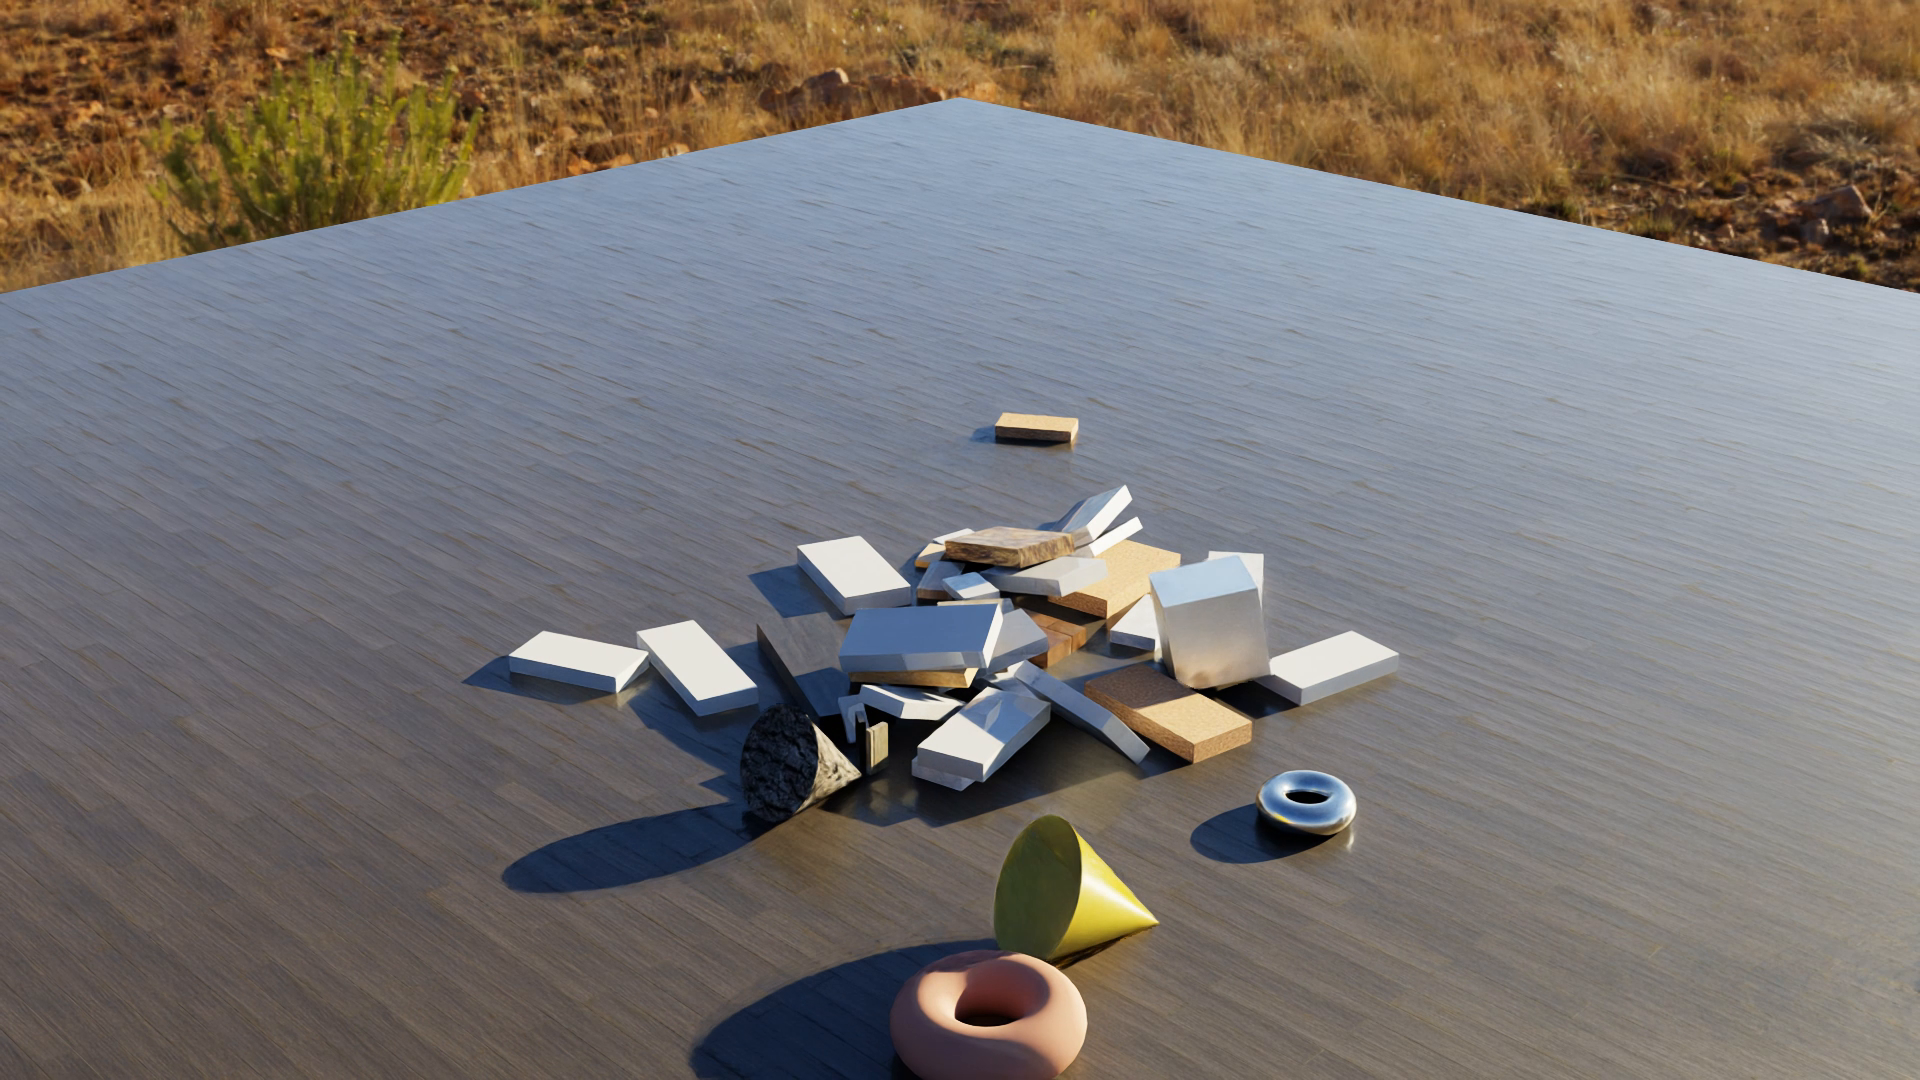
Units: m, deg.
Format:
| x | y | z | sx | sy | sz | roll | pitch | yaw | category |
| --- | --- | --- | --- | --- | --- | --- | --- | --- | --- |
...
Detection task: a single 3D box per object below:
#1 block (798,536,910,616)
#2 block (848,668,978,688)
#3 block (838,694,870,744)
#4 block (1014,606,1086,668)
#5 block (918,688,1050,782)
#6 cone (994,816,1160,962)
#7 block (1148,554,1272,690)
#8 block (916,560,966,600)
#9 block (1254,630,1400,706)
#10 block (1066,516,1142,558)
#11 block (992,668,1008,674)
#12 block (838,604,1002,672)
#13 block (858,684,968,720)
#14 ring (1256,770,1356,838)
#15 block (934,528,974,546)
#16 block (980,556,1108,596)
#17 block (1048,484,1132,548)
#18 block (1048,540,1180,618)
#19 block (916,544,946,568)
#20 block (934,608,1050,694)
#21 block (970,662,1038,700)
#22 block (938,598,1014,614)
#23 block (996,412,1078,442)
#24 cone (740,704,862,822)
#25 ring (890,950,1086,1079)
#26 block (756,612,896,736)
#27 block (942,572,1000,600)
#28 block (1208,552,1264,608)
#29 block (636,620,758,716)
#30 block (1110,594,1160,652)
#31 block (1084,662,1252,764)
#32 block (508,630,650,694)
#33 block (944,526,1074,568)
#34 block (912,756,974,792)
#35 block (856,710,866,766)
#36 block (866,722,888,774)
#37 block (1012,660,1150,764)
| x | y | z | sx | sy | sz | roll | pitch | yaw | category |
| --- | --- | --- | --- | --- | --- | --- | --- | --- | --- |
| -0.268 | 0.086 | 5.495 | 0.172 | 0.049 | 0.344 | -10 | 25 | -21 | block |
| -0.094 | 0.260 | 4.879 | 0.284 | 0.040 | 0.142 | 1 | 37 | 23 | block |
| -0.228 | 0.386 | 4.748 | 0.051 | 0.014 | 0.102 | -8 | 68 | -19 | block |
| 0.126 | 0.214 | 5.201 | 0.310 | 0.044 | 0.155 | 17 | 28 | 34 | block |
| 0.054 | 0.409 | 4.651 | 0.155 | 0.044 | 0.310 | 12 | 26 | 26 | block |
| 0.255 | 0.671 | 4.019 | 0.279 | 0.279 | 0.279 | 19 | 13 | -28 | cone |
| 0.564 | 0.188 | 4.985 | 0.213 | 0.213 | 0.213 | -12 | 20 | -1 | block |
| -0.045 | 0.100 | 5.492 | 0.088 | 0.025 | 0.176 | 5 | 23 | 11 | block |
| 0.838 | 0.291 | 5.020 | 0.304 | 0.043 | 0.152 | -16 | 28 | -32 | block |
| 0.359 | 0.009 | 5.625 | 0.114 | 0.032 | 0.228 | -25 | 2 | 42 | block |
| -0.025 | 0.261 | 5.010 | 0.274 | 0.039 | 0.137 | -6 | 29 | 7 | block |
| -0.086 | 0.216 | 4.860 | 0.334 | 0.047 | 0.167 | -3 | 36 | 18 | block |
| -0.093 | 0.354 | 4.761 | 0.124 | 0.035 | 0.248 | 19 | 6 | 37 | block |
| 0.697 | 0.530 | 4.427 | 0.203 | 0.068 | 0.203 | -1 | 24 | 0 | ring |
| -0.007 | 0.000 | 5.741 | 0.115 | 0.016 | 0.058 | -17 | 28 | -35 | block |
| 0.203 | 0.085 | 5.391 | 0.152 | 0.043 | 0.304 | -22 | 16 | -35 | block |
| 0.327 | -0.050 | 5.738 | 0.152 | 0.043 | 0.304 | -20 | 12 | 30 | block |
| 0.386 | 0.093 | 5.479 | 0.172 | 0.049 | 0.344 | 16 | 28 | 33 | block |
| -0.069 | 0.042 | 5.642 | 0.058 | 0.016 | 0.115 | 7 | 24 | 16 | block |
| 0.047 | 0.248 | 4.931 | 0.274 | 0.039 | 0.137 | -21 | 34 | -16 | block |
| 0.121 | 0.322 | 4.958 | 0.124 | 0.035 | 0.248 | -17 | 28 | -34 | block |
| 0.039 | 0.172 | 5.212 | 0.176 | 0.025 | 0.088 | -3 | 23 | -7 | block |
| 0.228 | -0.334 | 6.506 | 0.228 | 0.032 | 0.114 | 5 | 24 | 12 | block |
| -0.283 | 0.472 | 4.513 | 0.237 | 0.237 | 0.237 | 15 | 7 | -44 | cone |
| 0.047 | 0.811 | 3.709 | 0.334 | 0.111 | 0.334 | -1 | 24 | 1 | ring |
| -0.310 | 0.298 | 4.995 | 0.172 | 0.049 | 0.511 | -8 | 24 | -19 | block |
| 0.026 | 0.121 | 5.342 | 0.088 | 0.025 | 0.176 | -12 | 18 | -16 | block |
| 0.671 | 0.140 | 5.381 | 0.137 | 0.039 | 0.465 | 3 | 23 | 7 | block |
| -0.604 | 0.290 | 5.027 | 0.142 | 0.040 | 0.395 | -11 | 26 | -25 | block |
| 0.455 | 0.196 | 5.258 | 0.114 | 0.032 | 0.228 | 11 | 25 | 24 | block |
| 0.452 | 0.375 | 4.816 | 0.167 | 0.047 | 0.362 | -16 | 28 | -33 | block |
| -0.875 | 0.279 | 5.051 | 0.284 | 0.040 | 0.142 | 10 | 25 | 21 | block |
| 0.122 | 0.016 | 5.549 | 0.167 | 0.047 | 0.334 | -15 | 12 | -31 | block |
| 0.019 | 0.449 | 4.658 | 0.124 | 0.035 | 0.248 | 14 | 27 | 30 | block |
| -0.209 | 0.418 | 4.645 | 0.014 | 0.102 | 0.051 | -5 | 23 | -11 | block |
| -0.174 | 0.436 | 4.603 | 0.014 | 0.102 | 0.051 | 19 | 30 | 38 | block |
| 0.258 | 0.367 | 4.710 | 0.044 | 0.155 | 0.310 | -52 | 40 | -7 | block |
